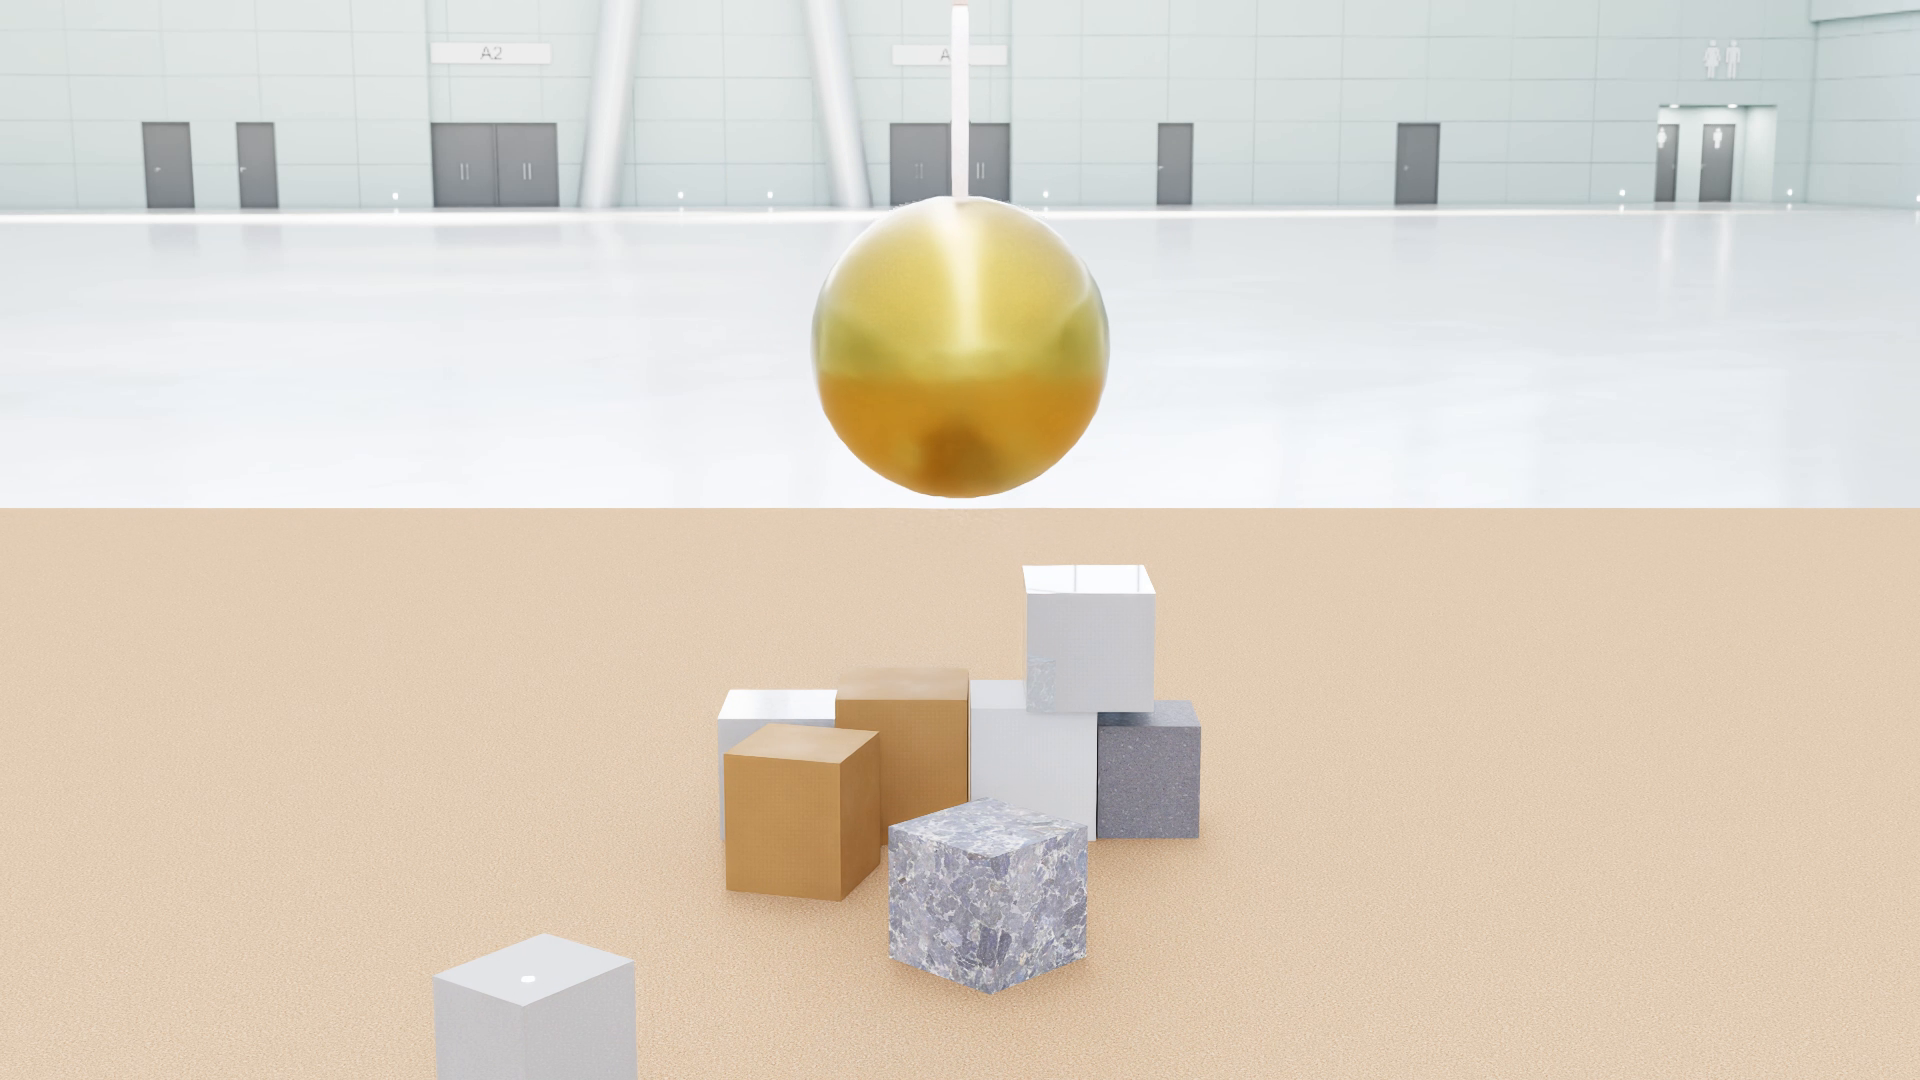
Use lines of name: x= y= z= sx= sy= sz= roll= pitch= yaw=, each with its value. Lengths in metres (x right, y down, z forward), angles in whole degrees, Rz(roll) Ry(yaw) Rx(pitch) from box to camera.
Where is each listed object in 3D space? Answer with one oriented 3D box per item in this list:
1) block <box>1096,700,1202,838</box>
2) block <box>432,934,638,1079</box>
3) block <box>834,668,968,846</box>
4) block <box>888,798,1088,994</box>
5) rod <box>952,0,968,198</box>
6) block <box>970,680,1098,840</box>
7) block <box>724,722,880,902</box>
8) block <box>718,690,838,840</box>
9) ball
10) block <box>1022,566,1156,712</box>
block: x=0.959 y=1.183 z=11.411 sx=0.518 sy=0.589 sz=0.529 roll=0 pitch=10 yaw=0
block: x=-1.567 y=1.822 z=8.140 sx=0.481 sy=0.502 sz=0.549 roll=8 pitch=13 yaw=36
block: x=-0.290 y=1.108 z=11.358 sx=0.661 sy=0.757 sz=0.676 roll=0 pitch=10 yaw=1
block: x=0.121 y=1.524 z=9.522 sx=0.607 sy=0.594 sz=0.608 roll=10 pitch=14 yaw=43
rod: x=0.000 y=-4.277 z=10.688 sx=0.080 sy=5.200 sz=0.080 roll=0 pitch=16 yaw=0
block: x=0.372 y=1.134 z=11.389 sx=0.635 sy=0.694 sz=0.587 roll=0 pitch=10 yaw=0
block: x=-0.750 y=1.296 z=10.565 sx=0.577 sy=0.669 sz=0.580 roll=3 pitch=11 yaw=16
block: x=-0.923 y=1.160 z=11.409 sx=0.592 sy=0.636 sz=0.586 roll=0 pitch=10 yaw=0
ball: x=0.000 y=-1.017 z=11.653 sx=1.600 sy=1.600 sz=1.600 roll=0 pitch=10 yaw=0
block: x=0.648 y=0.496 z=11.270 sx=0.635 sy=0.605 sz=0.722 roll=0 pitch=10 yaw=0
